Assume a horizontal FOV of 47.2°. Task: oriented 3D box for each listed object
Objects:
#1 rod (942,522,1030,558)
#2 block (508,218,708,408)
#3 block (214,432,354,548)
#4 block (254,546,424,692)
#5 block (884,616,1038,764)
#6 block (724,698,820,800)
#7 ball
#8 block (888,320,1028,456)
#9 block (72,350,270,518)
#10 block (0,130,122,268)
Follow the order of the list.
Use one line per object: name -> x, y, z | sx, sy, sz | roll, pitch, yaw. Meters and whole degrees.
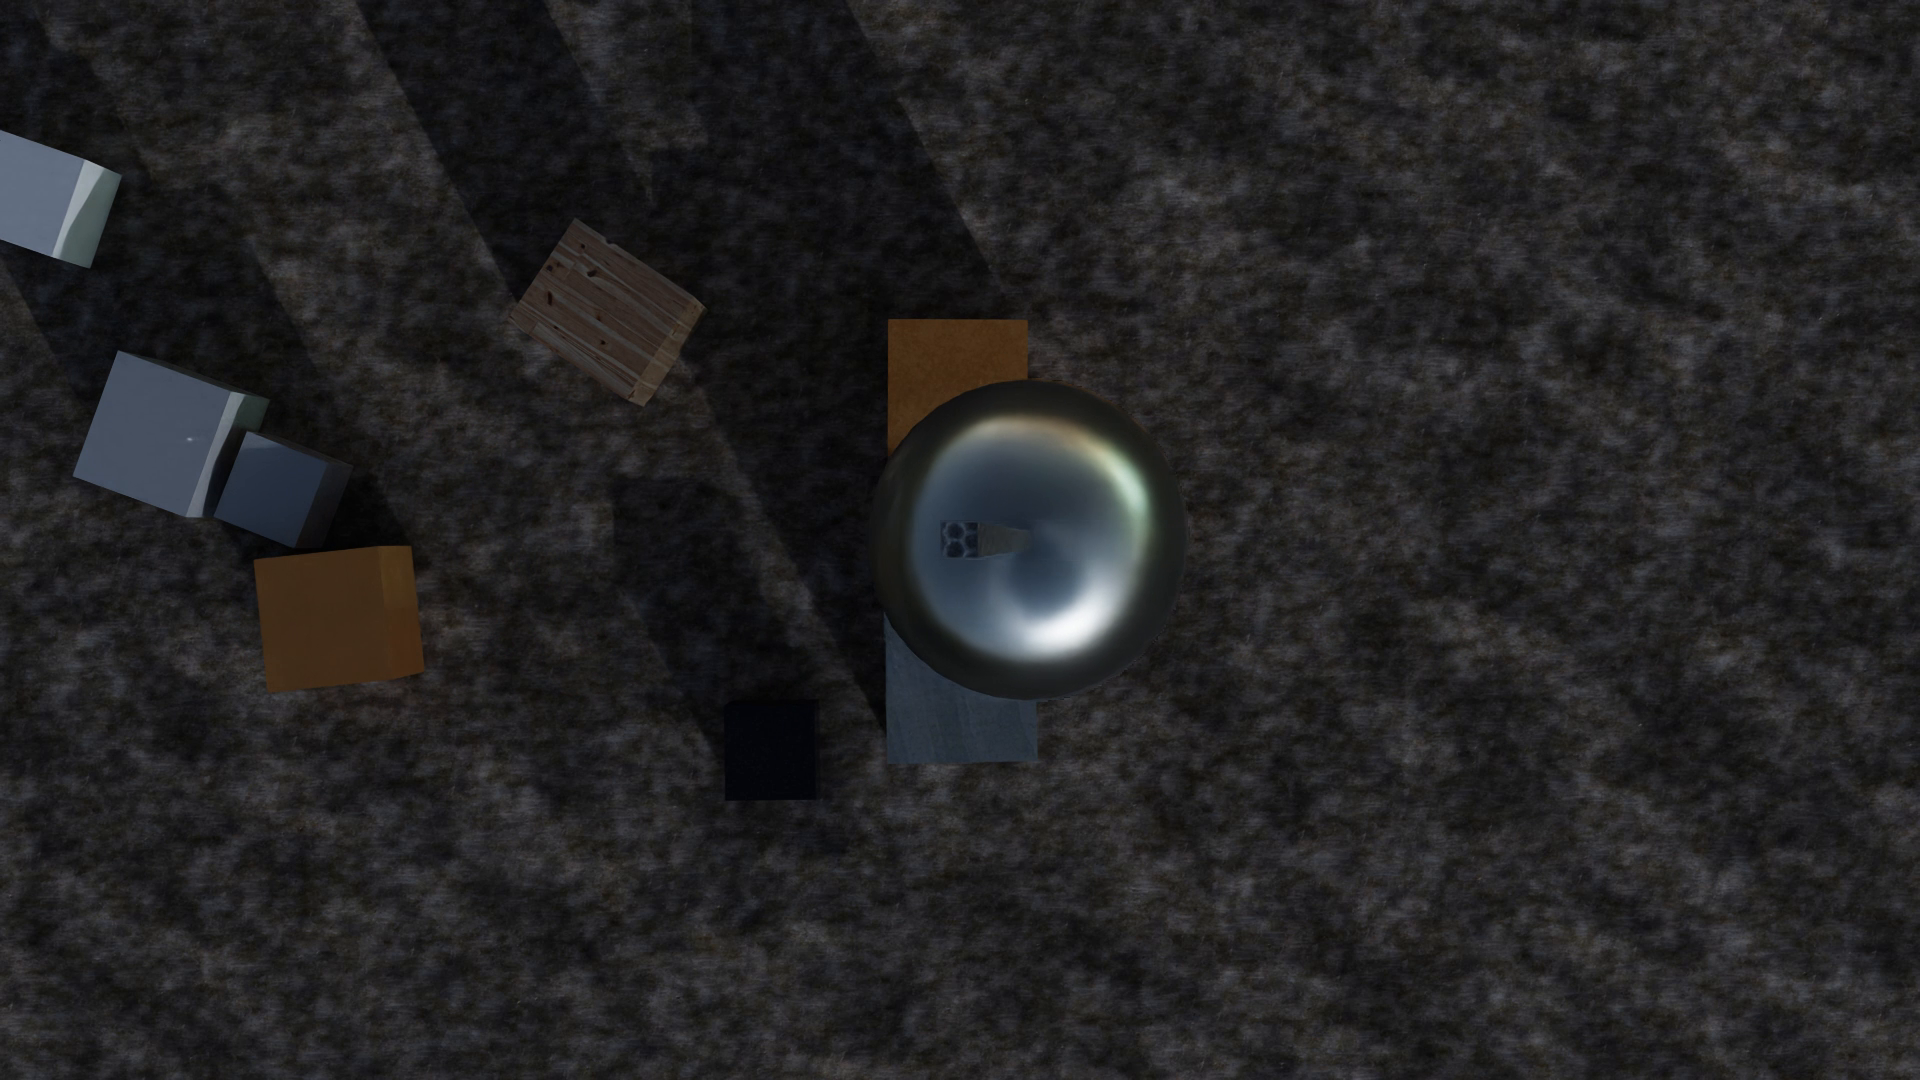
rod -> 0.144, 0.000, 7.561 | 0.080, 5.200, 0.080 | 0, 90, 3
block -> -2.003, -1.289, 12.621 | 0.792, 0.758, 0.688 | 34, 90, 0
block -> -3.907, -0.285, 12.733 | 0.494, 0.535, 0.521 | 21, 90, 0
block -> -3.551, 0.443, 12.628 | 0.699, 0.744, 0.748 | -6, 90, 0
block -> 0.004, 0.765, 12.543 | 0.827, 0.914, 0.915 | -1, 90, 0
block -> -1.085, 1.214, 12.771 | 0.515, 0.459, 0.541 | -1, 90, 0
ball -> 0.332, 0.000, 10.956 | 1.600, 1.600, 1.600 | 0, 90, 0
block -> -0.013, -0.798, 12.614 | 0.776, 0.771, 0.857 | 0, 90, 0
block -> -4.520, -0.594, 12.649 | 0.672, 0.701, 0.747 | 20, 90, 0
block -> -5.309, -1.969, 12.724 | 0.553, 0.551, 0.585 | 19, 90, 0
